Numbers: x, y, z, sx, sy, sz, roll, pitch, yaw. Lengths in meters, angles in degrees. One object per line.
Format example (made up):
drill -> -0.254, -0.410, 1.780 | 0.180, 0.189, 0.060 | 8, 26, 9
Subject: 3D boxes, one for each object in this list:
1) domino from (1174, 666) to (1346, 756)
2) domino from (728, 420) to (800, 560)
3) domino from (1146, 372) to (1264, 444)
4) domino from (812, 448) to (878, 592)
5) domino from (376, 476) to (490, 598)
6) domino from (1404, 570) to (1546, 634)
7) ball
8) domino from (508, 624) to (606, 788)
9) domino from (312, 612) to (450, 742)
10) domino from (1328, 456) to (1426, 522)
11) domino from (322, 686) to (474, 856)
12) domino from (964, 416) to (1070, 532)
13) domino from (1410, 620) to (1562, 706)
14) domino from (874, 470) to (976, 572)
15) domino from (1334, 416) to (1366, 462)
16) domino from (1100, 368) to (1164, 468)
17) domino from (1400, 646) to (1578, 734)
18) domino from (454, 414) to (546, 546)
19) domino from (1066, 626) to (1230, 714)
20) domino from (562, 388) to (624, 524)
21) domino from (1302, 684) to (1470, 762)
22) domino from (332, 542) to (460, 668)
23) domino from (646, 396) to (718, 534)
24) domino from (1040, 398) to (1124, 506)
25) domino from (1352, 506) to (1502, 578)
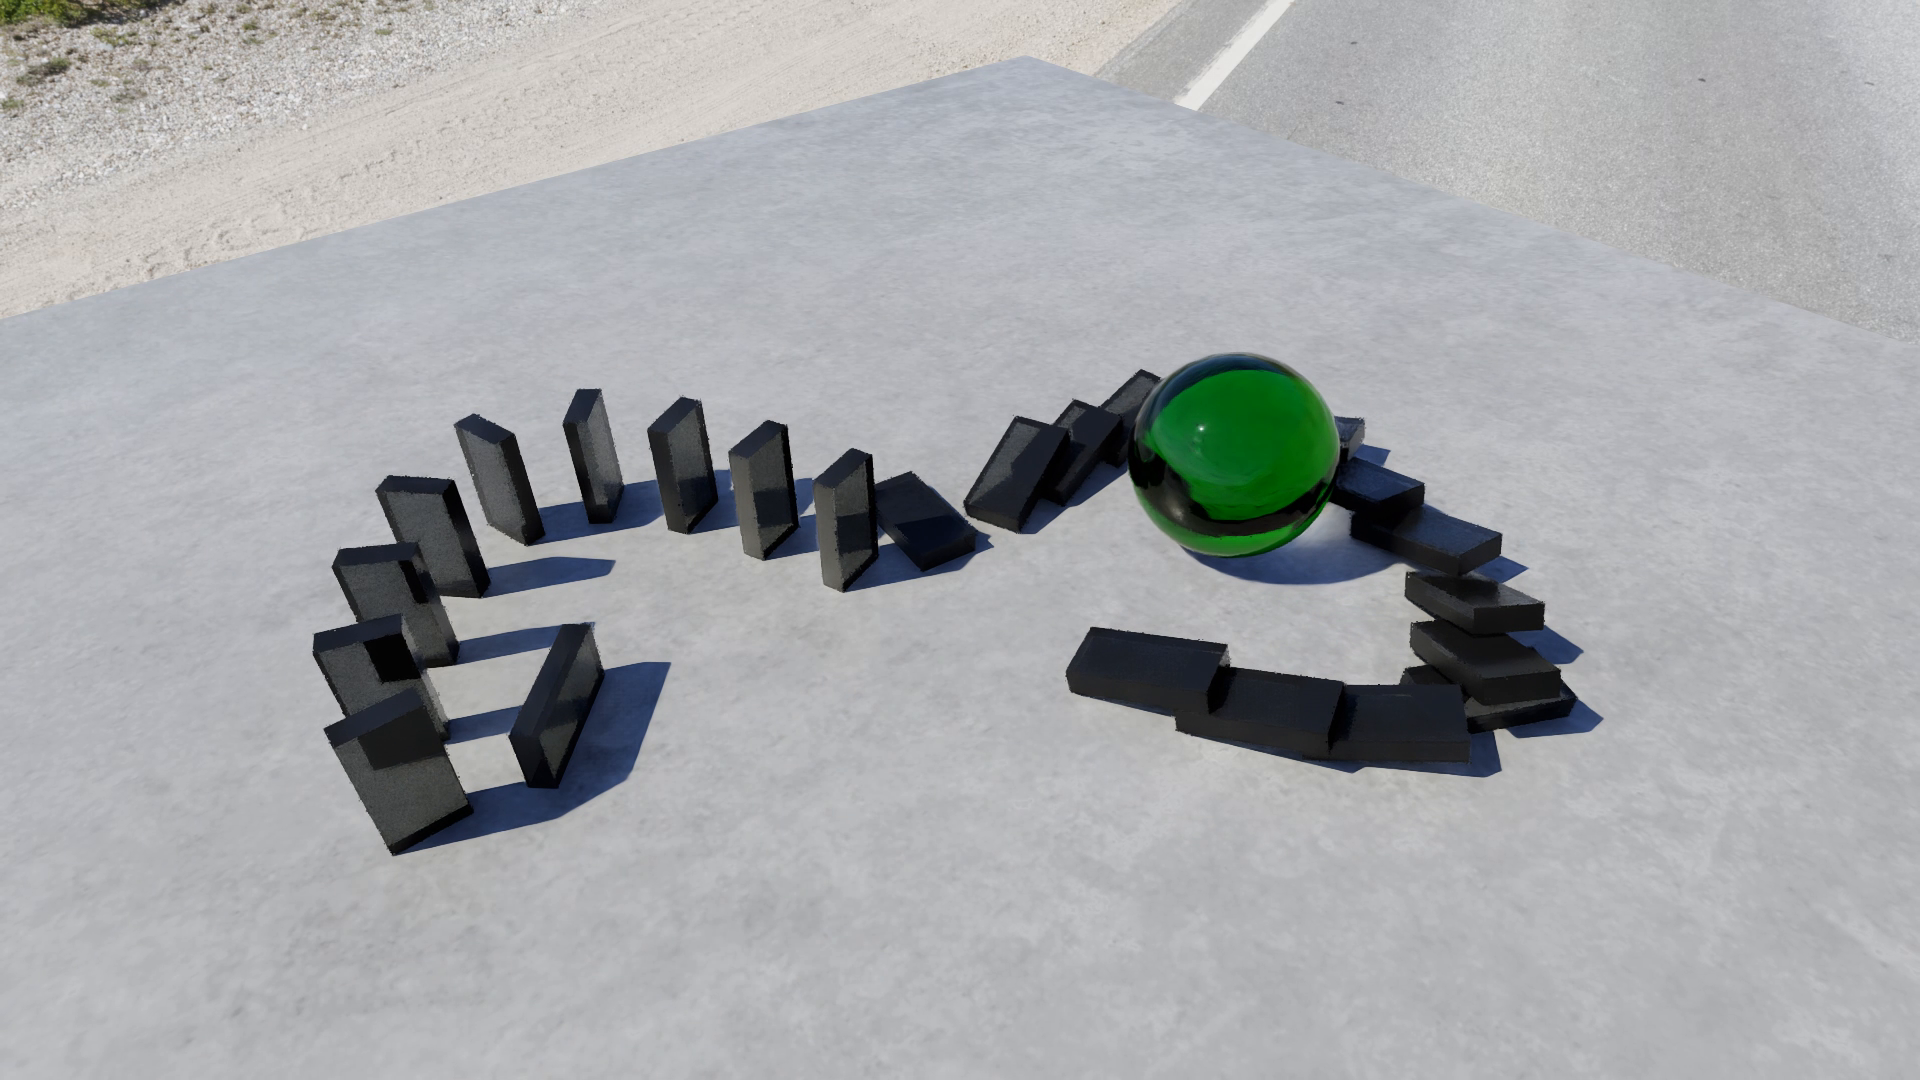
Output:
domino -> 0.100, 0.055, 0.366 | 0.050, 0.010, 0.025 | 5, 37, 30
domino -> -0.077, -0.019, 0.435 | 0.009, 0.050, 0.025 | 19, 43, 22
domino -> 0.116, -0.063, 0.521 | 0.050, 0.009, 0.025 | -22, 44, -24
domino -> -0.043, -0.007, 0.420 | 0.010, 0.050, 0.025 | 20, 43, 23
domino -> -0.197, -0.001, 0.412 | 0.025, 0.050, 0.010 | 4, 39, 5
domino -> 0.186, 0.022, 0.400 | 0.025, 0.009, 0.050 | -3, 12, -4
ball -> 0.106, -0.033, 0.428 | 0.080, 0.080, 0.080 | 0, 39, 0
domino -> -0.133, 0.054, 0.365 | 0.009, 0.025, 0.050 | 2, 39, 3
domino -> -0.185, 0.048, 0.353 | 0.025, 0.050, 0.009 | -14, 41, -17
domino -> 0.166, -0.024, 0.463 | 0.025, 0.009, 0.050 | -19, 28, -21
domino -> -0.166, 0.069, 0.327 | 0.025, 0.050, 0.010 | -28, 47, -30
domino -> 0.024, -0.029, 0.465 | 0.025, 0.010, 0.050 | 18, 61, 24
domino -> 0.177, 0.040, 0.373 | 0.025, 0.010, 0.050 | -6, 17, -3
domino -> -0.018, -0.009, 0.454 | 0.025, 0.010, 0.050 | -22, 44, -25
domino -> 0.152, -0.047, 0.491 | 0.050, 0.010, 0.025 | 11, 34, 32
domino -> 0.078, -0.056, 0.503 | 0.025, 0.010, 0.050 | 32, 63, 33
domino -> 0.181, 0.053, 0.379 | 0.050, 0.010, 0.025 | -8, 40, -10
domino -> -0.184, -0.024, 0.440 | 0.025, 0.050, 0.009 | 24, 45, 26
domino -> 0.065, 0.044, 0.380 | 0.050, 0.009, 0.025 | 5, 37, 29
domino -> -0.150, -0.034, 0.453 | 0.009, 0.050, 0.025 | -1, 39, -1
domino -> 0.139, 0.060, 0.362 | 0.050, 0.010, 0.025 | -3, 37, 18
domino -> -0.195, 0.024, 0.382 | 0.025, 0.050, 0.009 | -6, 40, -7
domino -> -0.112, -0.030, 0.448 | 0.010, 0.050, 0.025 | 13, 41, 15
domino -> 0.048, -0.039, 0.481 | 0.025, 0.010, 0.050 | 25, 60, 28
domino -> 0.184, -0.002, 0.435 | 0.025, 0.010, 0.050 | -21, 28, -25
